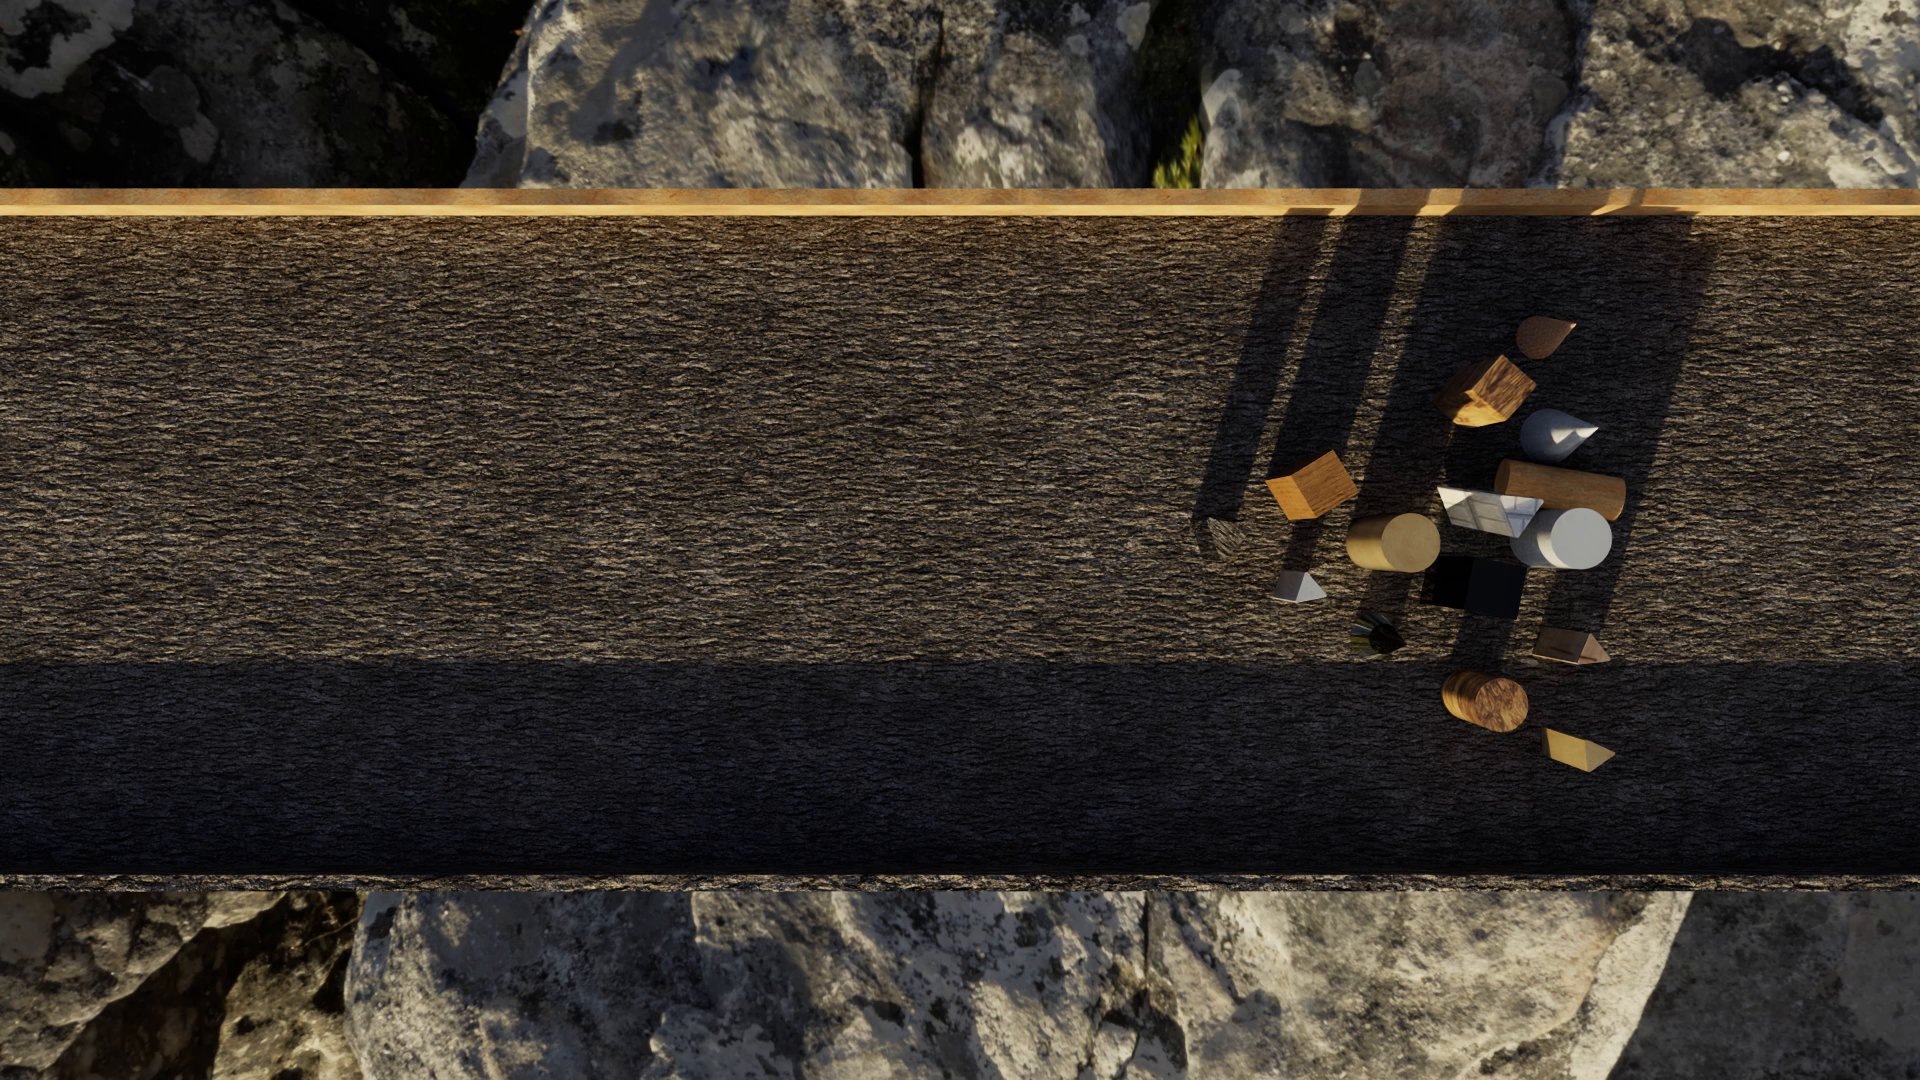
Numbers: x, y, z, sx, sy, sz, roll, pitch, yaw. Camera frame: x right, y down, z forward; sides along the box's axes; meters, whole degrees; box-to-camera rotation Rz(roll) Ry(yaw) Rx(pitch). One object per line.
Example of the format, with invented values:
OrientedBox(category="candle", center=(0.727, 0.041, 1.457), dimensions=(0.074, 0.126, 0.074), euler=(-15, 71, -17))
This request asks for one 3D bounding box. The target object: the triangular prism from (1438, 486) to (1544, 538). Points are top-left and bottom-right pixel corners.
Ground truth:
OrientedBox(category="triangular prism", center=(1.573, -0.109, 4.871), dimensions=(0.113, 0.406, 0.130), euler=(-25, 99, -6))

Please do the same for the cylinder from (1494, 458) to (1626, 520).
OrientedBox(category="cylinder", center=(1.820, -0.154, 5.011), dimensions=(0.353, 0.132, 0.132), euler=(10, 90, 0))

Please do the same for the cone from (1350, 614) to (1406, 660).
OrientedBox(category="cone", center=(1.272, 0.297, 4.882), dimensions=(0.143, 0.389, 0.143), euler=(0, 90, 0))

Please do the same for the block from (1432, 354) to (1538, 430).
OrientedBox(category="block", center=(1.543, -0.433, 4.875), dimensions=(0.133, 0.404, 0.133), euler=(41, 90, 0))

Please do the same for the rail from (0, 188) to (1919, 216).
OrientedBox(category="rail", center=(-2.247, -1.025, 5.002), dimensions=(12.000, 0.150, 0.050), euler=(0, 90, 0))

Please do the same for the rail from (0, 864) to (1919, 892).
OrientedBox(category="rail", center=(-2.247, 1.025, 5.001), dimensions=(12.000, 0.150, 0.050), euler=(0, 90, 0))

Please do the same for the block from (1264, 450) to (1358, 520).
OrientedBox(category="block", center=(1.035, -0.159, 4.877), dimensions=(0.141, 0.400, 0.141), euler=(-32, 90, 0))

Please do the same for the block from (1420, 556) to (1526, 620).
OrientedBox(category="block", center=(1.502, 0.136, 4.851), dimensions=(0.151, 0.451, 0.151), euler=(11, 90, 0))

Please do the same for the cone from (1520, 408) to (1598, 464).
OrientedBox(category="cone", center=(1.811, -0.319, 4.875), dimensions=(0.172, 0.403, 0.172), euler=(0, 90, 0))

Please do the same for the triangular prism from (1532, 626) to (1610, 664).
OrientedBox(category="triangular prism", center=(1.803, 0.307, 4.890), dimensions=(0.094, 0.373, 0.082), euler=(-7, 90, 0))

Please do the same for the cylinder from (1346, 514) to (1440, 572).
OrientedBox(category="cylinder", center=(1.271, 0.008, 4.862), dimensions=(0.168, 0.430, 0.168), euler=(0, 90, 0))

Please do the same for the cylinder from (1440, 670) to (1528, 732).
OrientedBox(category="cylinder", center=(1.556, 0.474, 4.907), dimensions=(0.154, 0.339, 0.154), euler=(0, 90, 0))

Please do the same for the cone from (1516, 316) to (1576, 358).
OrientedBox(category="cone", center=(1.778, -0.624, 4.916), dimensions=(0.133, 0.322, 0.133), euler=(0, 90, 0))

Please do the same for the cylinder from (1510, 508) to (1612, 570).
OrientedBox(category="cylinder", center=(1.779, -0.004, 4.900), dimensions=(0.176, 0.353, 0.176), euler=(0, 90, 0))

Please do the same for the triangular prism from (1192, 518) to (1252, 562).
OrientedBox(category="triangular prism", center=(0.754, -0.024, 4.907), dimensions=(0.114, 0.338, 0.131), euler=(42, 90, 0))

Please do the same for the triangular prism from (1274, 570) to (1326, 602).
OrientedBox(category="triangular prism", center=(1.001, 0.131, 4.905), dimensions=(0.091, 0.343, 0.079), euler=(-11, 90, 0))

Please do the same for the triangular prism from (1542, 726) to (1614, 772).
OrientedBox(category="triangular prism", center=(1.813, 0.605, 4.897), dimensions=(0.093, 0.360, 0.080), euler=(-35, 90, 0))
